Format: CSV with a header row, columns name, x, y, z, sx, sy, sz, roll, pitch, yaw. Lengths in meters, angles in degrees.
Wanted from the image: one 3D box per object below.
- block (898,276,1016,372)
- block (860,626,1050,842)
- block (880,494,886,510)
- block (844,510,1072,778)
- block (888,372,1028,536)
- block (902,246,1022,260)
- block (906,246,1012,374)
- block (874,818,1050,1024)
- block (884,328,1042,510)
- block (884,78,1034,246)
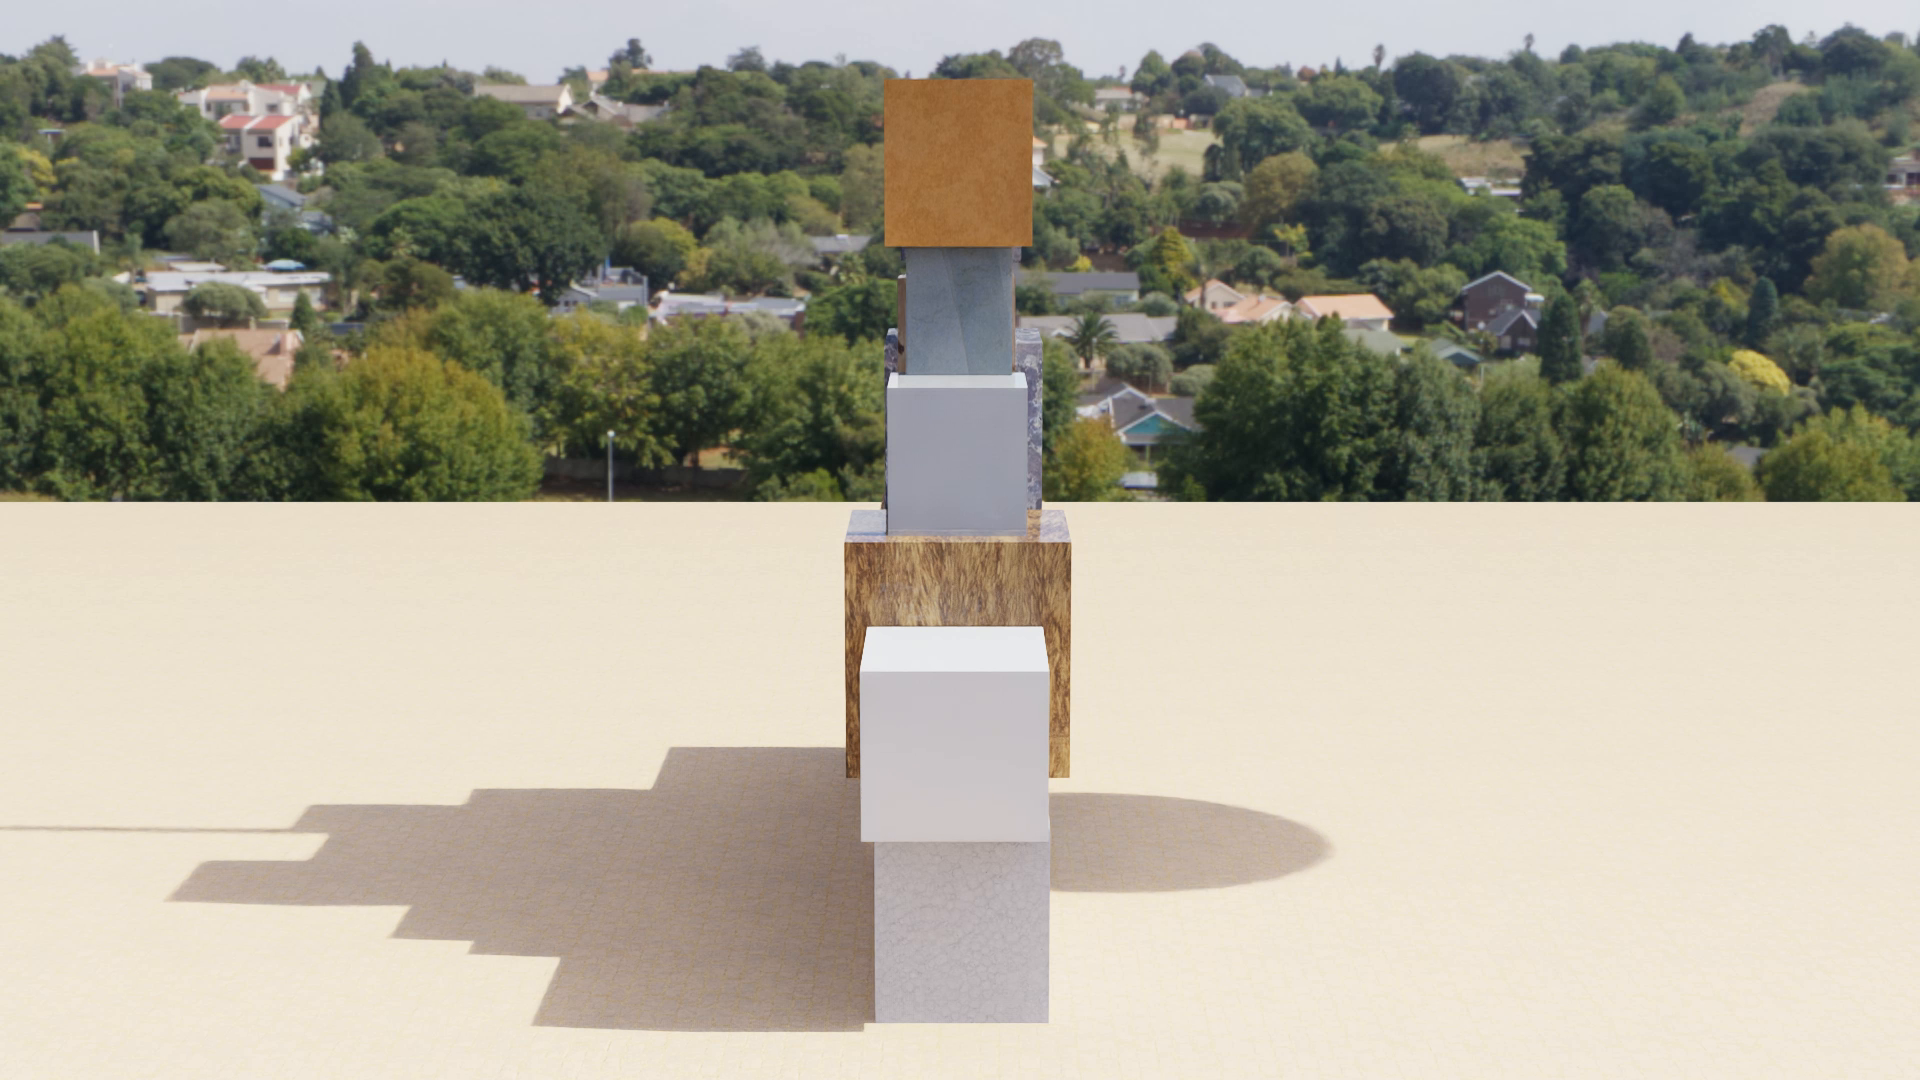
name,x,y,z,sx,sy,sz,roll,pitch,yaw
block,-0.015,-0.900,11.033,0.493,0.463,0.539,0,7,0
block,-0.019,0.716,9.631,0.680,0.635,0.754,0,10,0
block,-0.013,0.248,12.035,0.712,0.822,0.760,0,10,0
block,-0.008,0.404,10.350,0.878,0.940,0.753,0,10,0
block,-0.010,-0.348,10.232,0.544,0.582,0.513,0,10,0
block,0.005,-1.538,11.461,0.527,0.544,0.464,0,10,0
block,-0.003,-0.954,10.510,0.425,0.517,0.428,0,9,0
block,0.008,1.379,9.871,0.651,0.756,0.669,0,10,0
block,0.016,-0.545,11.860,0.705,0.800,0.745,0,10,0
block,-0.006,-1.538,10.449,0.587,0.655,0.592,0,9,0
